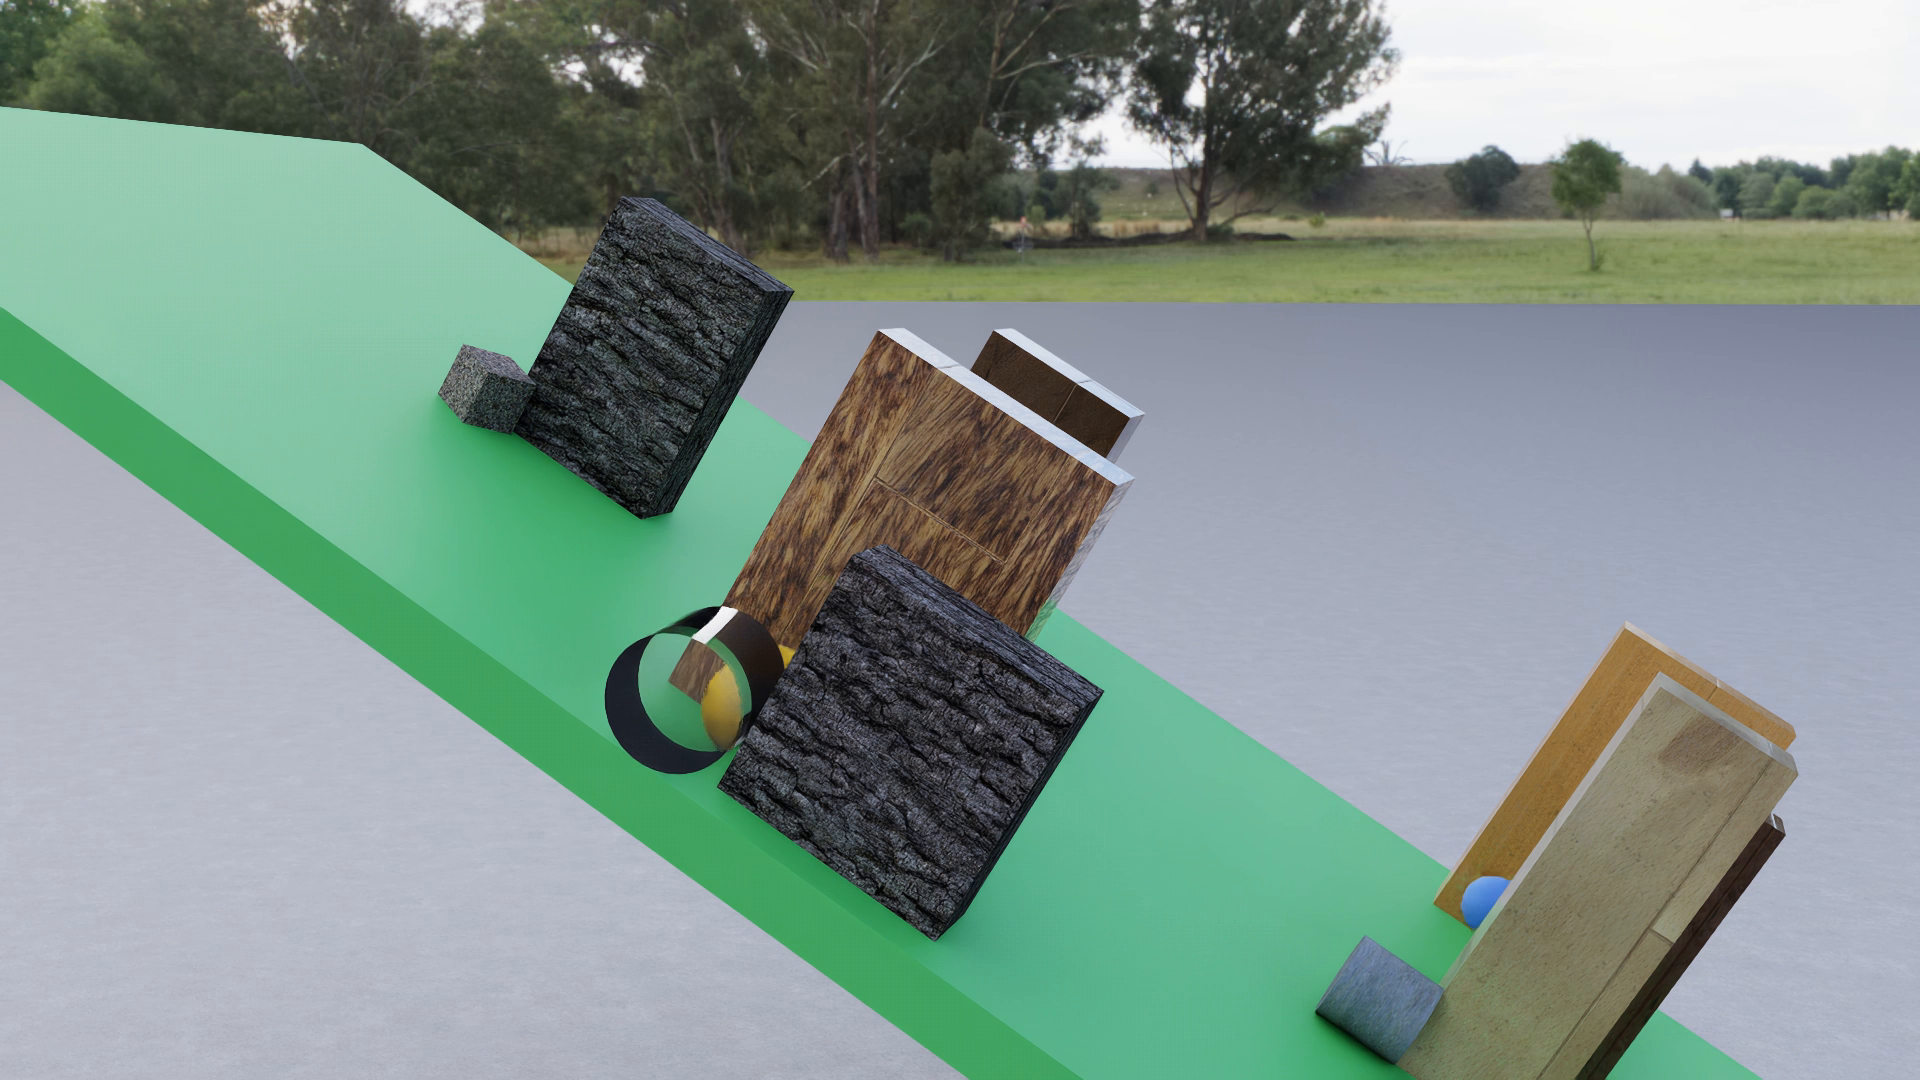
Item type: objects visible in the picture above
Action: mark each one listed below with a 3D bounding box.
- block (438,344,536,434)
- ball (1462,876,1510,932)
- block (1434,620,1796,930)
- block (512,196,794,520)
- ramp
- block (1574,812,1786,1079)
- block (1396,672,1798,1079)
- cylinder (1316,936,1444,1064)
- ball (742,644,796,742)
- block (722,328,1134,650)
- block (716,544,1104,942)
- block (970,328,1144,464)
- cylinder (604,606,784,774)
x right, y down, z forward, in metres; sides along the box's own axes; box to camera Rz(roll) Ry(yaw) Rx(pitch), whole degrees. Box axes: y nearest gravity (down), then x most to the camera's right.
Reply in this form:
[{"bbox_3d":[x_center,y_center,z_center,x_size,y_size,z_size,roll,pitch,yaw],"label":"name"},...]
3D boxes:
[{"bbox_3d":[-0.880,-0.280,4.094,0.109,0.109,0.109,14,22,-48],"label":"block"},{"bbox_3d":[1.011,0.696,4.170,0.117,0.117,0.117,0,7,0],"label":"ball"},{"bbox_3d":[1.326,0.564,4.487,0.385,0.697,0.105,34,15,11],"label":"block"},{"bbox_3d":[-0.585,-0.341,4.114,0.332,0.493,0.139,34,15,11],"label":"block"},{"bbox_3d":[-0.162,0.268,4.117,4.000,0.100,2.000,34,15,11],"label":"ramp"},{"bbox_3d":[1.187,0.682,3.994,0.290,0.612,0.120,34,15,11],"label":"block"},{"bbox_3d":[1.036,0.611,3.616,0.246,0.772,0.143,34,15,11],"label":"block"},{"bbox_3d":[0.699,0.767,3.668,0.153,0.153,0.153,34,15,11],"label":"cylinder"},{"bbox_3d":[-0.292,0.244,3.416,0.164,0.164,0.164,0,7,0],"label":"ball"},{"bbox_3d":[-0.086,0.058,3.484,0.443,0.644,0.125,34,15,11],"label":"block"},{"bbox_3d":[-0.074,0.291,3.206,0.393,0.411,0.145,34,15,11],"label":"block"},{"bbox_3d":[0.093,-0.120,4.614,0.337,0.546,0.142,34,15,11],"label":"block"},{"bbox_3d":[-0.387,0.218,3.235,0.207,0.207,0.207,2,9,13],"label":"cylinder"}]
